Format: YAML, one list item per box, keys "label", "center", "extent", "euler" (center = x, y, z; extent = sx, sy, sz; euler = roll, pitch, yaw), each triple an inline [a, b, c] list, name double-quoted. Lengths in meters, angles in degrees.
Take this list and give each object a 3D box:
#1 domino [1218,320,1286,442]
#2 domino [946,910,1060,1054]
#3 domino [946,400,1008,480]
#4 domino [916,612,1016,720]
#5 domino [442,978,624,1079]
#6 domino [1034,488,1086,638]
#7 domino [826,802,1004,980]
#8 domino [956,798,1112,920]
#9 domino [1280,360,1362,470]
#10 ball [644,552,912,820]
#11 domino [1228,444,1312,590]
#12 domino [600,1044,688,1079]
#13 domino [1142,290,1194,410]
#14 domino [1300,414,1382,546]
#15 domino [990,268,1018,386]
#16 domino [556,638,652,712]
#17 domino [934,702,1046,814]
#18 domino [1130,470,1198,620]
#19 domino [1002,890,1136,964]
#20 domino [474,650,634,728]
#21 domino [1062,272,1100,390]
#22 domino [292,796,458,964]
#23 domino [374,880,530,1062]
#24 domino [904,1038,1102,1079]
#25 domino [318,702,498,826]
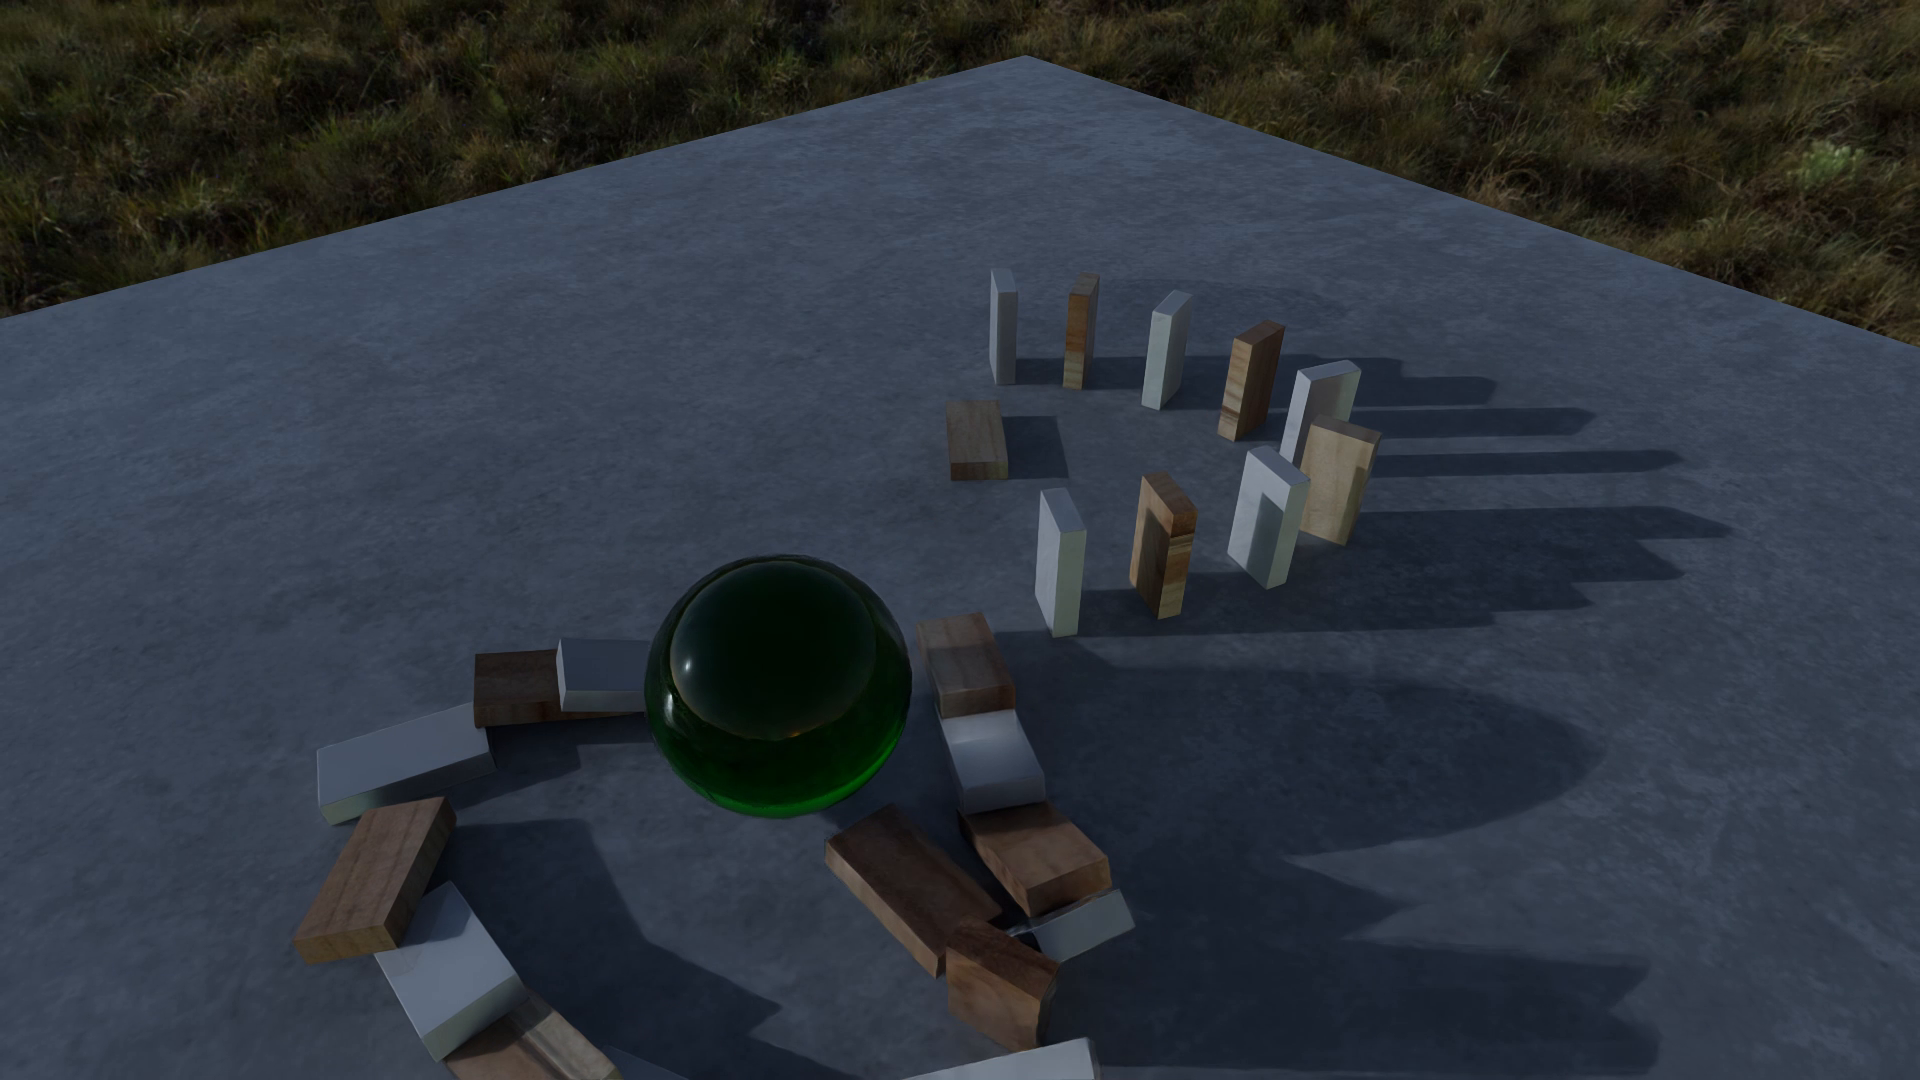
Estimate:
- label: "domino"
  center: [0.132, -0.072, 0.500]
  extent: [0.025, 0.050, 0.009]
  euler: [-31, 48, -32]
- label: "domino"
  center: [0.010, 0.112, 0.273]
  extent: [0.025, 0.050, 0.010]
  euler: [24, 54, 19]
- label: "domino"
  center: [0.007, -0.046, 0.499]
  extent: [0.025, 0.010, 0.050]
  euler: [-2, 39, -2]
- label: "domino"
  center: [0.001, 0.043, 0.382]
  extent: [0.025, 0.010, 0.050]
  euler: [-7, 26, -9]
- label: "domino"
  center: [-0.107, 0.131, 0.273]
  extent: [0.050, 0.009, 0.025]
  euler: [14, 39, 41]
- label: "domino"
  center: [0.036, 0.009, 0.401]
  extent: [0.010, 0.050, 0.025]
  euler: [-8, 40, -9]
- label: "domino"
  center: [-0.014, 0.100, 0.319]
  extent: [0.025, 0.010, 0.050]
  euler: [-23, 44, -37]
- label: "domino"
  center: [0.020, 0.089, 0.320]
  extent: [0.025, 0.010, 0.050]
  euler: [-16, 18, -19]
- label: "domino"
  center: [0.154, -0.052, 0.474]
  extent: [0.025, 0.050, 0.010]
  euler: [-14, 41, -16]
- label: "ball"
  center: [-0.055, 0.044, 0.334]
  extent: [0.080, 0.080, 0.080]
  euler: [0, 39, 0]
- label: "domino"
  center: [0.118, -0.008, 0.422]
  extent: [0.009, 0.050, 0.025]
  euler: [-17, 42, -20]
- label: "domino"
  center: [-0.073, 0.141, 0.261]
  extent: [0.050, 0.010, 0.025]
  euler: [4, 37, 30]
- label: "domino"
  center: [0.098, -0.090, 0.521]
  extent: [0.010, 0.050, 0.025]
  euler: [22, 44, 24]
- label: "domino"
  center: [0.149, -0.024, 0.440]
  extent: [0.025, 0.050, 0.010]
  euler: [23, 45, 26]
- label: "domino"
  center: [0.021, -0.104, 0.539]
  extent: [0.010, 0.050, 0.025]
  euler: [-4, 39, -5]
- label: "domino"
  center: [-0.109, 0.046, 0.374]
  extent: [0.050, 0.009, 0.025]
  euler: [5, 35, -28]
- label: "domino"
  center: [0.008, 0.067, 0.351]
  extent: [0.025, 0.009, 0.050]
  euler: [-8, 23, -9]
- label: "domino"
  center: [0.075, 0.002, 0.409]
  extent: [0.009, 0.050, 0.025]
  euler: [-12, 41, -14]
- label: "domino"
  center: [0.023, 0.103, 0.287]
  extent: [0.025, 0.050, 0.009]
  euler: [-16, 72, -22]
- label: "domino"
  center: [-0.138, 0.049, 0.375]
  extent: [0.050, 0.009, 0.025]
  euler: [-2, 38, -21]
- label: "domino"
  center: [0.059, -0.101, 0.535]
  extent: [0.009, 0.050, 0.025]
  euler: [11, 41, 13]
- label: "domino"
  center: [-0.166, 0.096, 0.316]
  extent: [0.025, 0.010, 0.050]
  euler: [-10, 29, 1]
- label: "domino"
  center: [-0.139, 0.114, 0.295]
  extent: [0.025, 0.009, 0.050]
  euler: [-31, 34, -32]
- label: "domino"
  center: [0.009, 0.137, 0.259]
  extent: [0.050, 0.009, 0.025]
  euler: [-17, 56, 9]
- label: "domino"
  center: [-0.179, 0.071, 0.356]
  extent: [0.050, 0.010, 0.025]
  euler: [-17, 42, -20]
